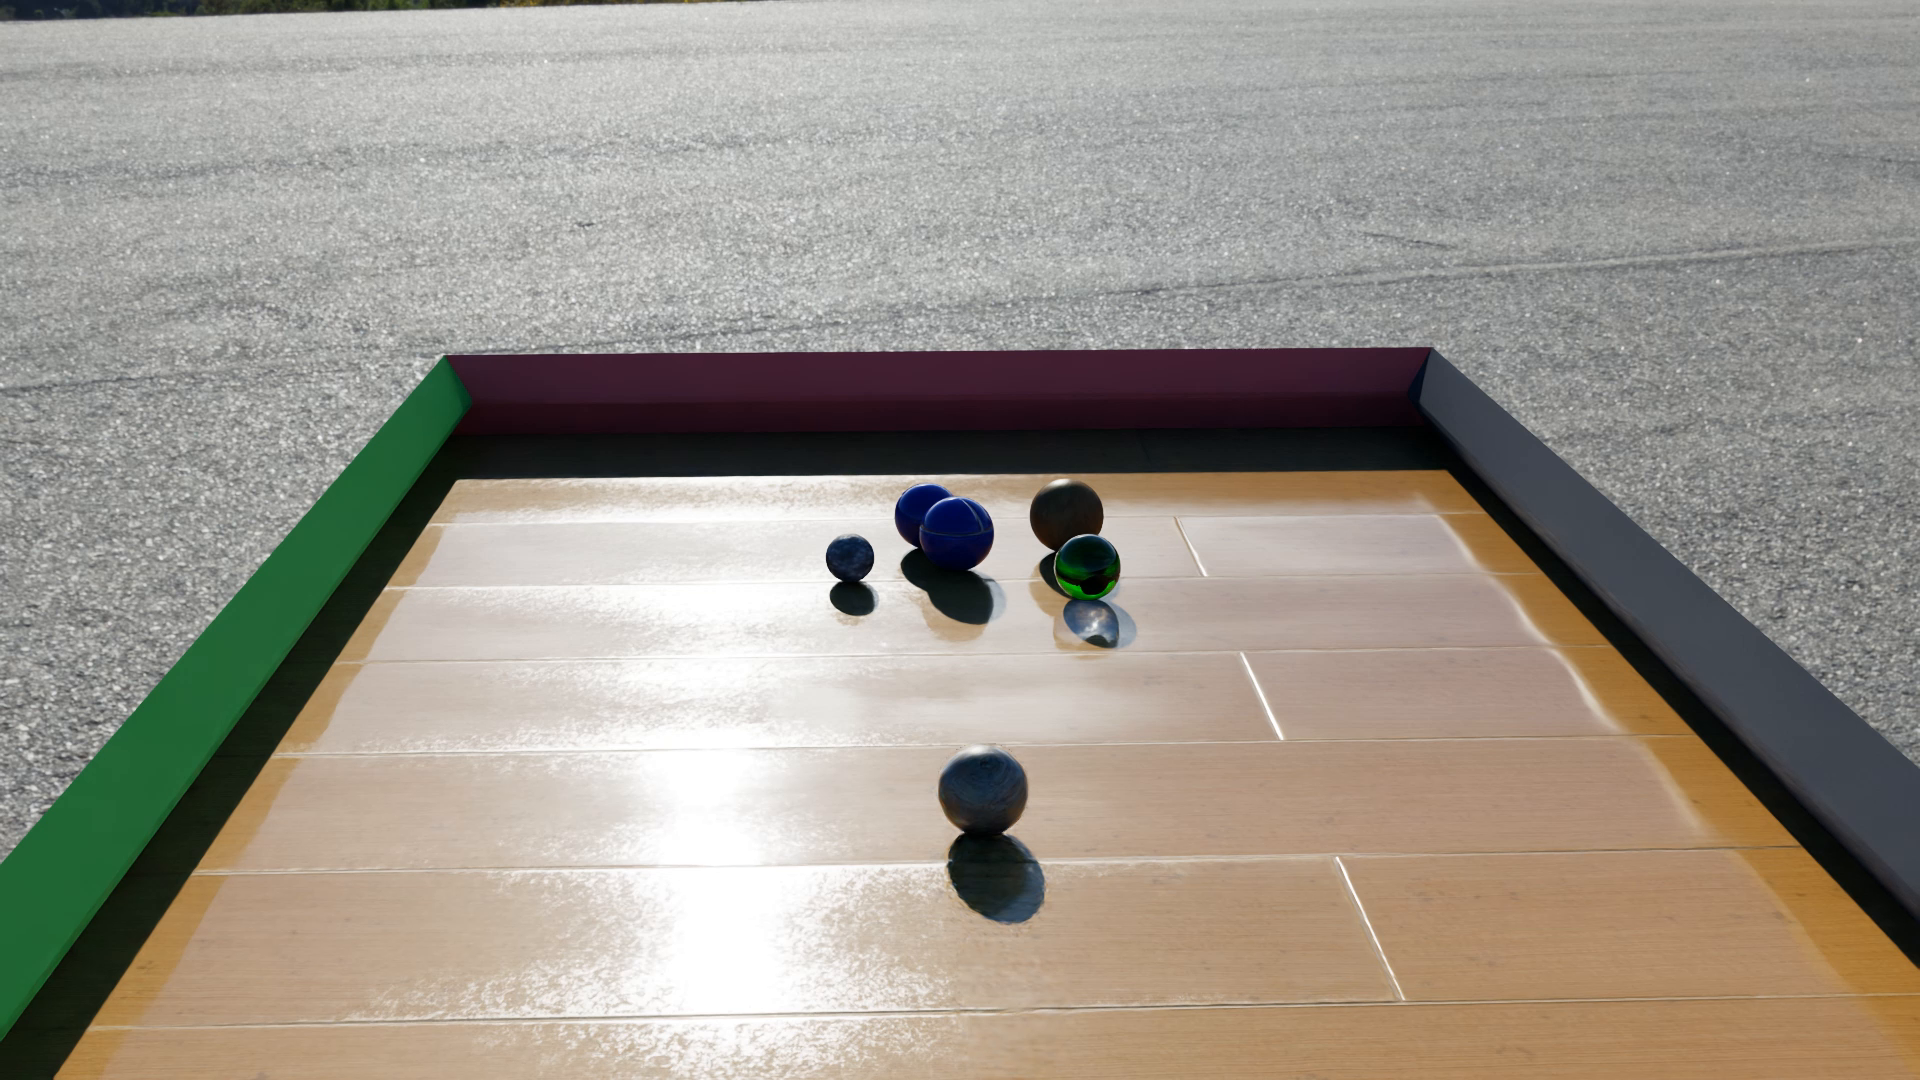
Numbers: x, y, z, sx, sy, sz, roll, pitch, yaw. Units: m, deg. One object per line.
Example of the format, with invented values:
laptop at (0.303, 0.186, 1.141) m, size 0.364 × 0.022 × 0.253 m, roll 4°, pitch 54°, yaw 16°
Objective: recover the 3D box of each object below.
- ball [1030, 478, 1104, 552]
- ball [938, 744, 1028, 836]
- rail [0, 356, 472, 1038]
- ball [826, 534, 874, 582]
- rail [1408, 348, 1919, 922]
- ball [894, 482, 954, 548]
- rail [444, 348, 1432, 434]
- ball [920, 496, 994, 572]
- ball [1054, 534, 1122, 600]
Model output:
ball at (0.128, -0.029, 2.637) m, size 0.090 × 0.090 × 0.090 m, roll 0°, pitch 17°, yaw 0°
ball at (0.020, 0.213, 1.871) m, size 0.078 × 0.078 × 0.078 m, roll 0°, pitch 17°, yaw 0°
rail at (-0.668, 0.187, 1.885) m, size 0.045 × 0.116 × 2.708 m, roll -1°, pitch 17°, yaw -2°
ball at (-0.127, 0.020, 2.532) m, size 0.057 × 0.057 × 0.057 m, roll 0°, pitch 17°, yaw 0°
rail at (0.719, 0.172, 1.935) m, size 0.045 × 0.116 × 2.708 m, roll -1°, pitch 17°, yaw -2°
ball at (-0.039, -0.029, 2.652) m, size 0.080 × 0.080 × 0.080 m, roll 0°, pitch 17°, yaw 0°
rail at (-0.025, -0.211, 3.180) m, size 1.435 × 0.116 × 0.045 m, roll -1°, pitch 17°, yaw -2°
ball at (-0.004, -0.007, 2.568) m, size 0.088 × 0.088 × 0.088 m, roll 0°, pitch 17°, yaw 0°
ball at (0.143, 0.030, 2.468) m, size 0.075 × 0.075 × 0.075 m, roll 0°, pitch 17°, yaw 0°
